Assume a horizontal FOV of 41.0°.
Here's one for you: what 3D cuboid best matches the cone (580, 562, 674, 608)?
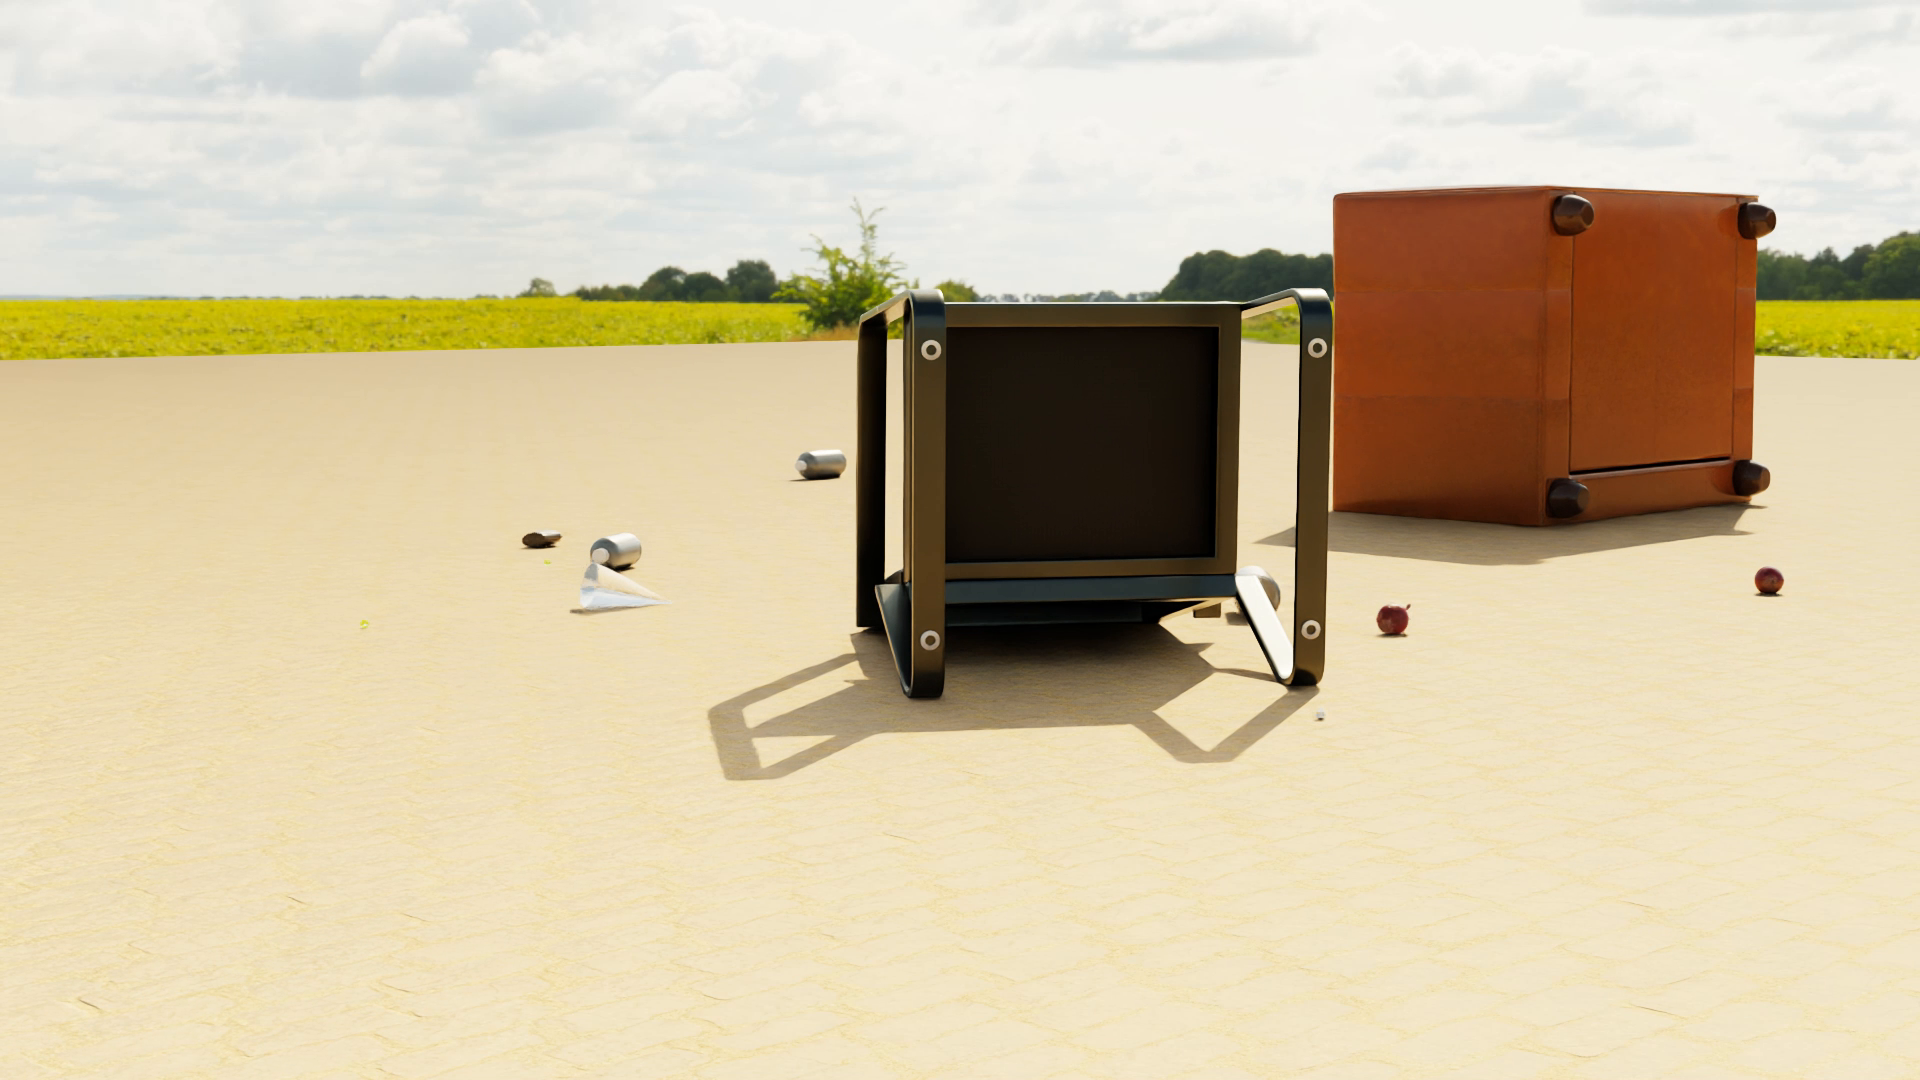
[{"bbox_3d":[-0.656,0.109,5.136,0.182,0.094,0.111,13,1,-24],"label":"cone"}]

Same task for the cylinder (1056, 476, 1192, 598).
[{"bbox_3d":[0.340,-0.009,5.338,0.283,0.237,0.175,1,6,11],"label":"cylinder"}]
